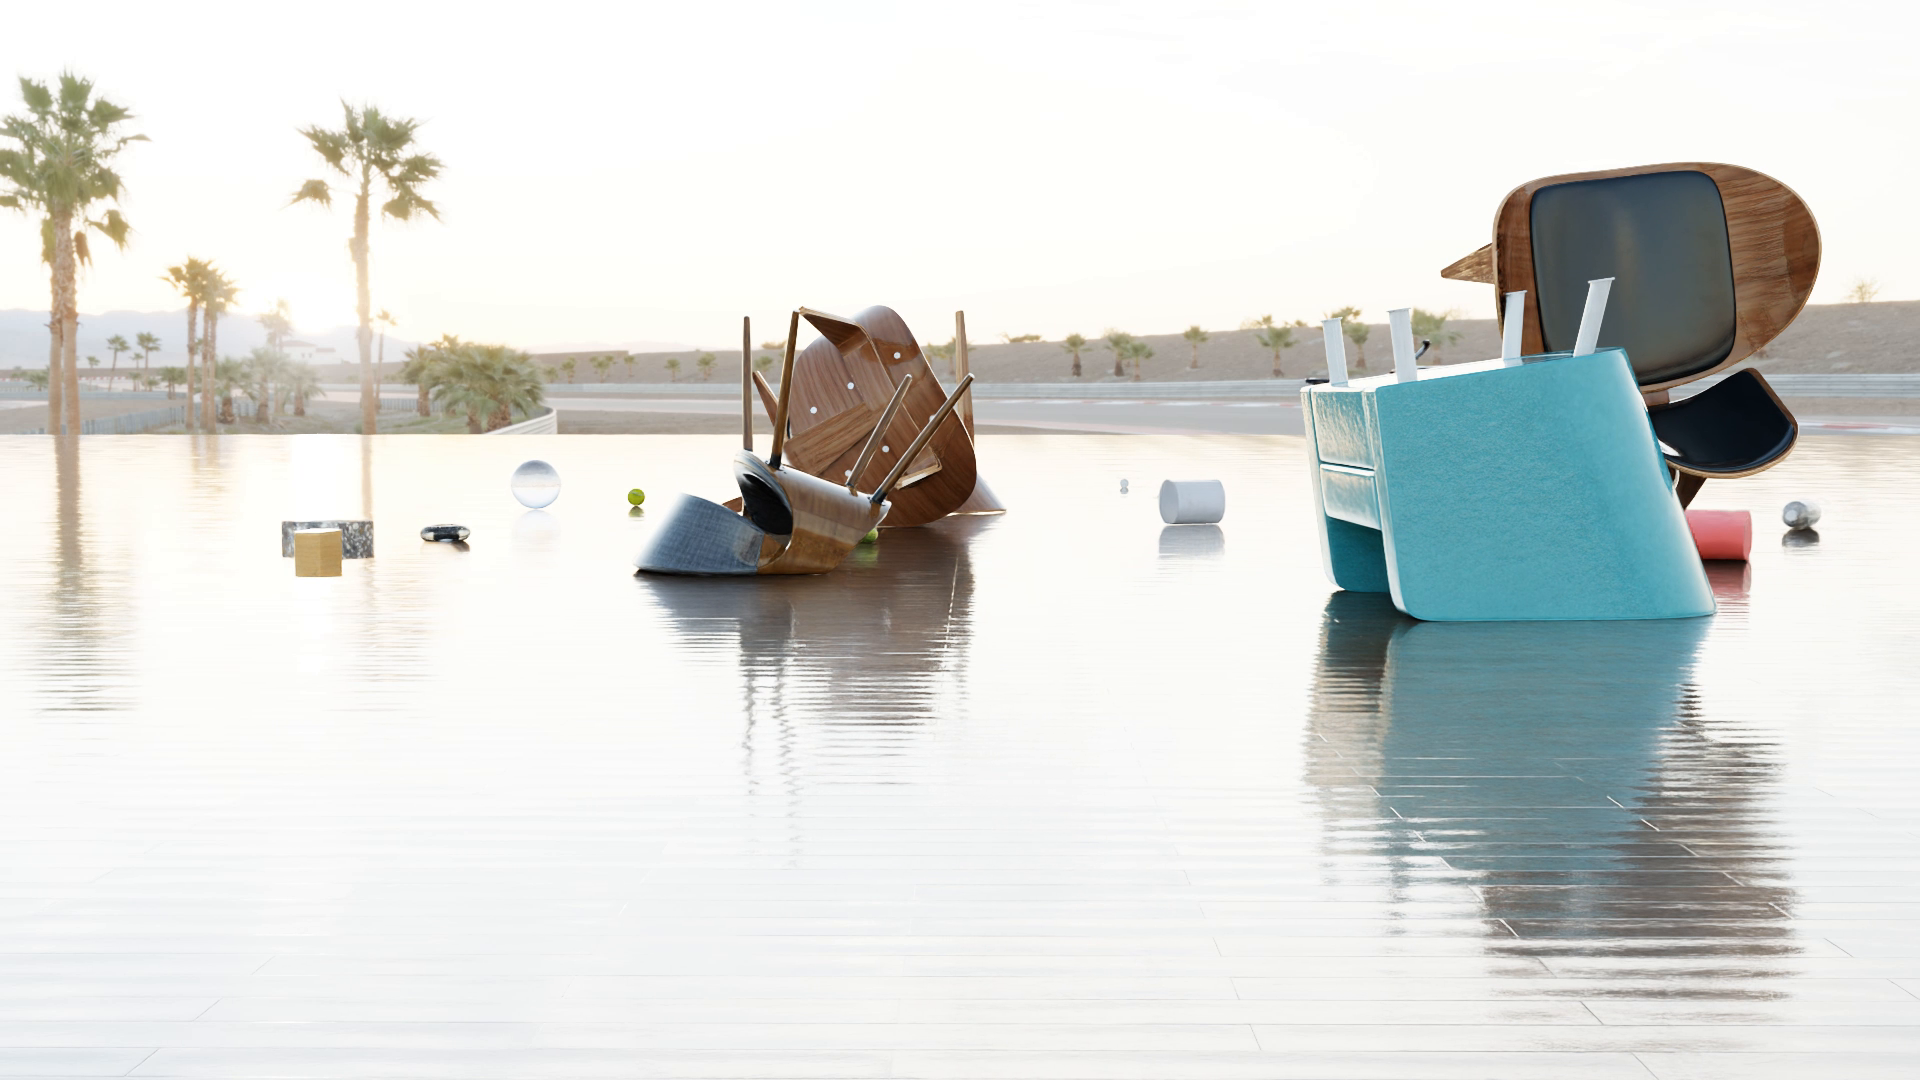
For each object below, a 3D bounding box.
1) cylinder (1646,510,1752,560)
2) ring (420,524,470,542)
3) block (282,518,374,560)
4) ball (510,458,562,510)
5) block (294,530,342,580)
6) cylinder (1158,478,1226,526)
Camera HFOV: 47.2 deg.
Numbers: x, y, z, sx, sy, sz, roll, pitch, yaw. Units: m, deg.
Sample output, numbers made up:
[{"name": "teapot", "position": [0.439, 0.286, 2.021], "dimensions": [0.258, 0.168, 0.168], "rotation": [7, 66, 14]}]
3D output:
[{"name": "cylinder", "position": [1.957, -0.015, 5.816], "dimensions": [0.241, 0.129, 0.252], "rotation": [2, 5, 25]}, {"name": "ring", "position": [-1.522, -0.021, 6.505], "dimensions": [0.144, 0.049, 0.159], "rotation": [1, 5, 18]}, {"name": "block", "position": [-1.685, -0.003, 5.863], "dimensions": [0.209, 0.099, 0.127], "rotation": [2, 4, 29]}, {"name": "ball", "position": [-1.585, -0.209, 8.218], "dimensions": [0.188, 0.188, 0.188], "rotation": [0, 4, 0]}, {"name": "block", "position": [-1.530, 0.033, 5.244], "dimensions": [0.069, 0.111, 0.094], "rotation": [1, 4, 16]}, {"name": "cylinder", "position": [0.770, -0.129, 7.299], "dimensions": [0.175, 0.155, 0.150], "rotation": [-2, -14, -22]}]
